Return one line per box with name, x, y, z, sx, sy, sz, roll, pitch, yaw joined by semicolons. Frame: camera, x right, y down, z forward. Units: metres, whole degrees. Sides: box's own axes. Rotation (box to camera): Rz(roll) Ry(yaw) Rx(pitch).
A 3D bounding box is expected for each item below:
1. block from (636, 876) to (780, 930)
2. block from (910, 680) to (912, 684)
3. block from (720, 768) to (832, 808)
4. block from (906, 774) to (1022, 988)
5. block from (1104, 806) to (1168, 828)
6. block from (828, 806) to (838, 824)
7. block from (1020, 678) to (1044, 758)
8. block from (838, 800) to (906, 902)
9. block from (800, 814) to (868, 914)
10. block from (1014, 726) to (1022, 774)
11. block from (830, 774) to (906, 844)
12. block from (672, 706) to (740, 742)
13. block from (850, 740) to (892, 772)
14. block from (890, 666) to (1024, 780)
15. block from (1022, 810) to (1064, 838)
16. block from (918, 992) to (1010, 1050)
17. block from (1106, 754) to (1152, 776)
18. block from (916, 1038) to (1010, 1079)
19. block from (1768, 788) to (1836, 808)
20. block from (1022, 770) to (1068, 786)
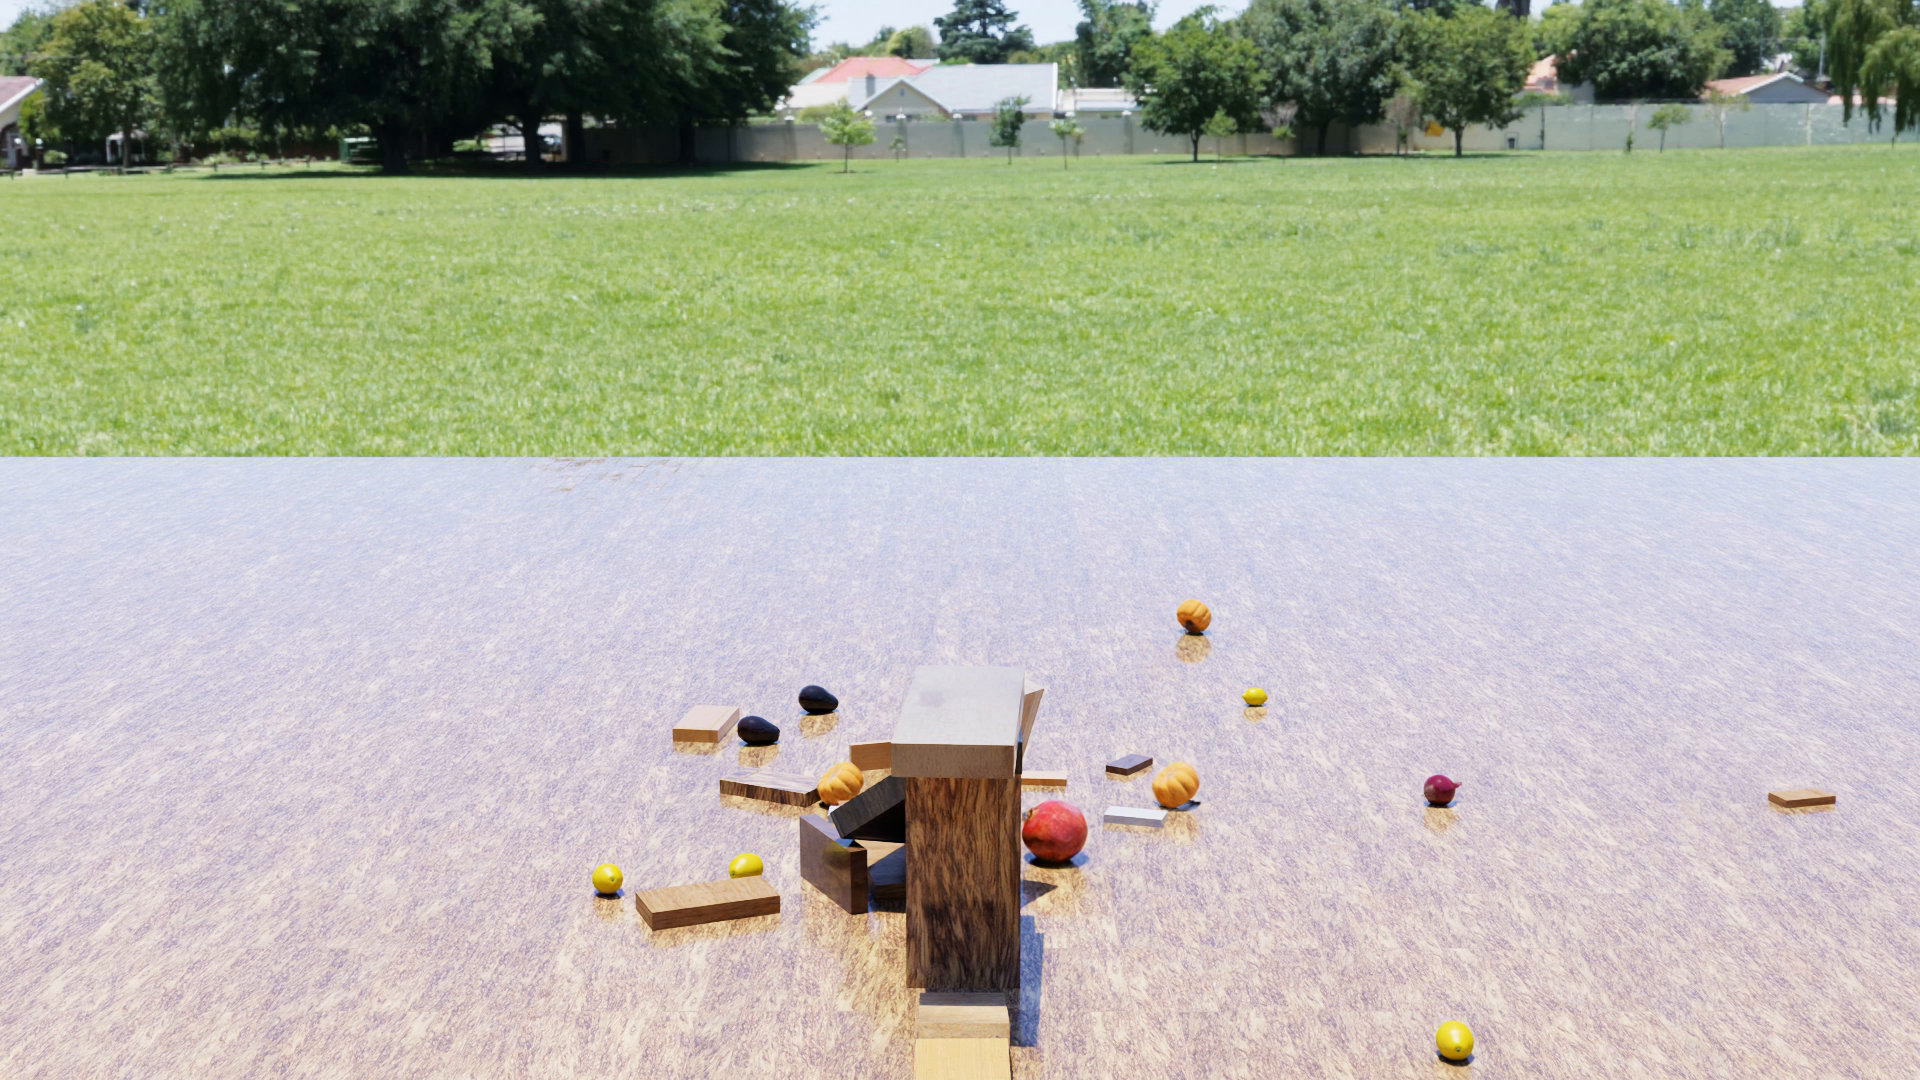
block;-0.411;0.591;3.583;0.213;0.030;0.107;-4;11;-22
block;0.011;0.291;4.349;0.193;0.027;0.097;3;8;23
block;-0.353;0.474;4.220;0.194;0.027;0.097;6;12;28
block;0.005;0.494;3.257;0.169;0.338;0.048;0;11;0
block;0.324;0.510;4.055;0.109;0.015;0.054;3;11;17
block;-0.183;0.496;3.969;0.108;0.015;0.054;0;11;1
block;0.032;0.399;3.634;0.047;0.334;0.167;26;19;28
block;-0.131;0.539;3.861;0.107;0.030;0.471;-2;11;-10
block;-0.211;0.538;3.659;0.030;0.107;0.213;-6;12;-26
block;0.006;0.283;3.335;0.169;0.048;0.338;0;11;0
block;-0.064;0.448;3.705;0.167;0.047;0.334;-33;-22;17
block;-0.538;0.390;4.671;0.097;0.027;0.193;1;11;8
block;-0.167;0.429;4.386;0.109;0.054;0.015;-3;11;-18
block;0.003;0.260;3.202;0.167;0.047;0.444;1;11;4
block;0.151;0.519;4.010;0.054;0.015;0.108;-2;11;-10
block;0.004;0.663;3.038;0.121;0.034;0.242;0;-2;-1
block;0.338;0.449;4.392;0.050;0.014;0.100;7;13;35
block;0.004;0.700;2.798;0.121;0.034;0.242;0;11;-1
block;1.596;0.489;4.170;0.109;0.015;0.054;-3;11;-16
block;0.159;0.466;4.298;0.100;0.014;0.050;1;11;5
